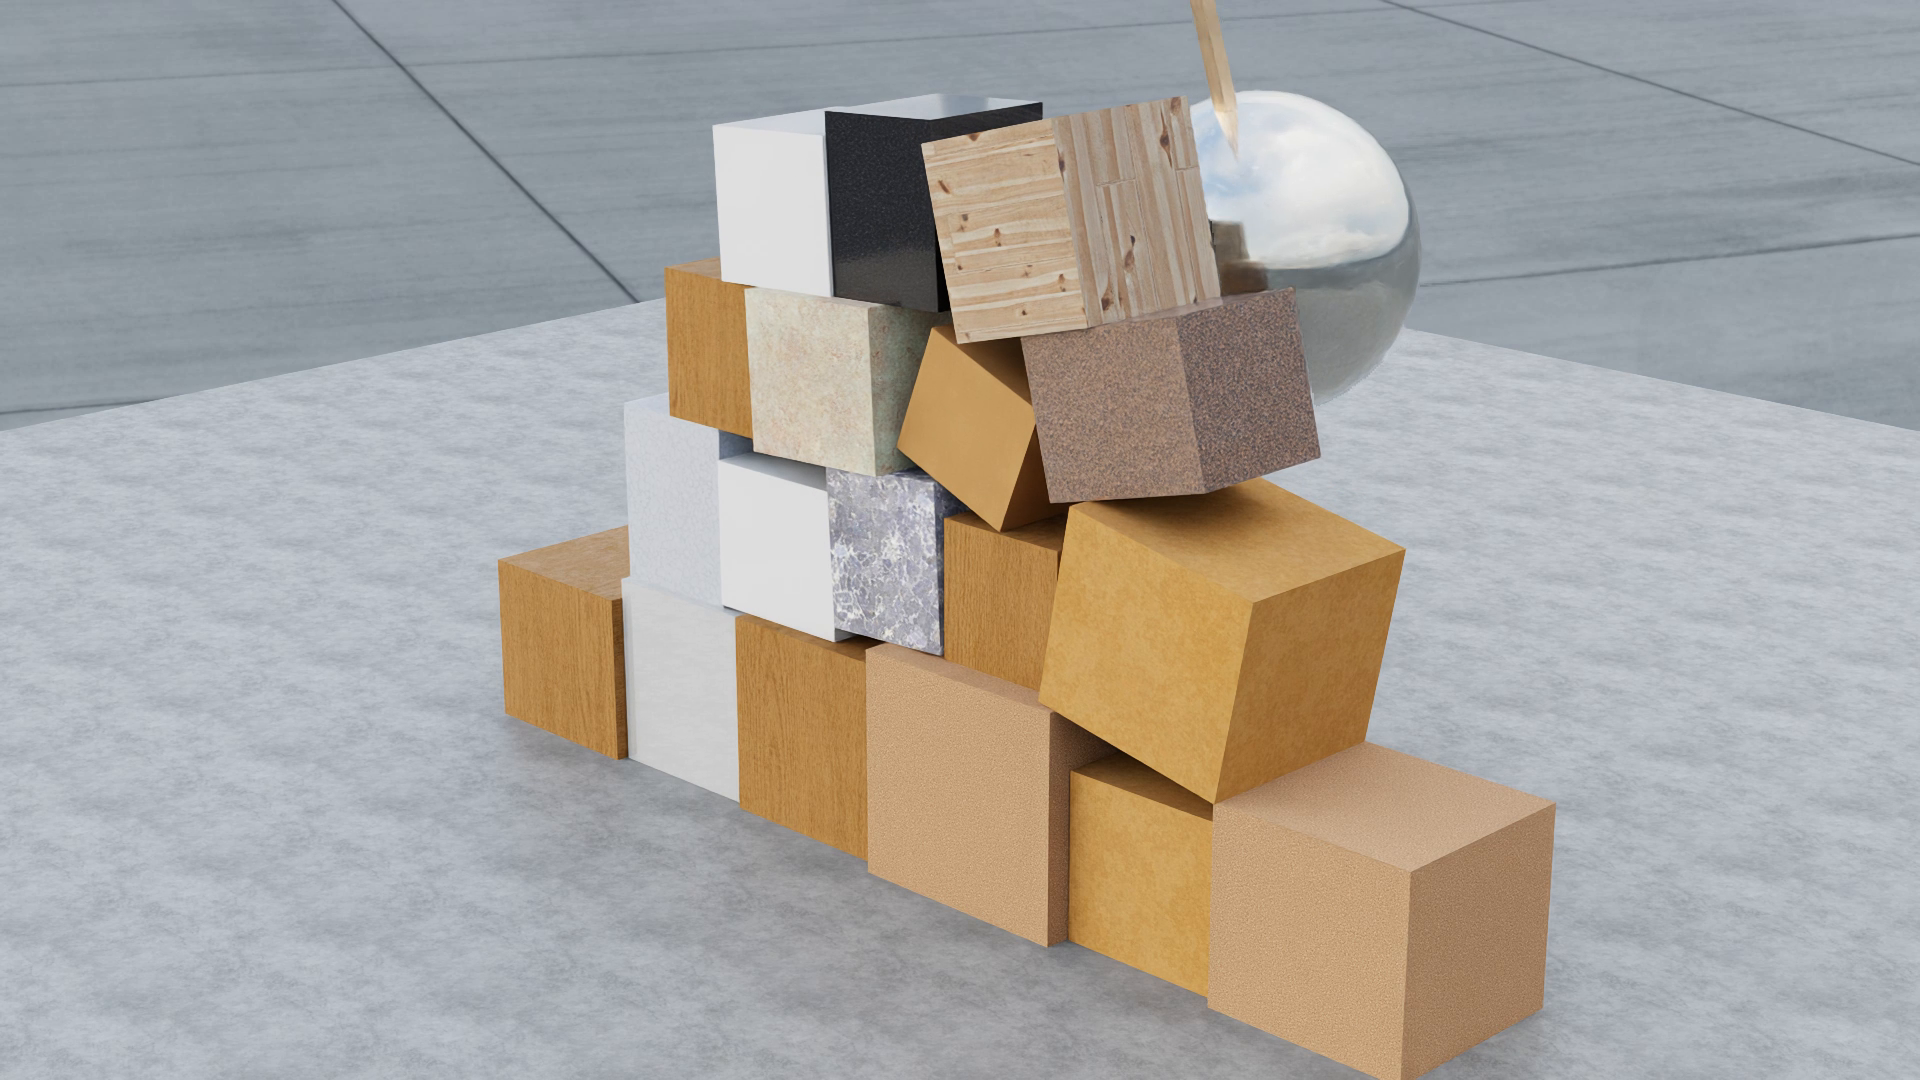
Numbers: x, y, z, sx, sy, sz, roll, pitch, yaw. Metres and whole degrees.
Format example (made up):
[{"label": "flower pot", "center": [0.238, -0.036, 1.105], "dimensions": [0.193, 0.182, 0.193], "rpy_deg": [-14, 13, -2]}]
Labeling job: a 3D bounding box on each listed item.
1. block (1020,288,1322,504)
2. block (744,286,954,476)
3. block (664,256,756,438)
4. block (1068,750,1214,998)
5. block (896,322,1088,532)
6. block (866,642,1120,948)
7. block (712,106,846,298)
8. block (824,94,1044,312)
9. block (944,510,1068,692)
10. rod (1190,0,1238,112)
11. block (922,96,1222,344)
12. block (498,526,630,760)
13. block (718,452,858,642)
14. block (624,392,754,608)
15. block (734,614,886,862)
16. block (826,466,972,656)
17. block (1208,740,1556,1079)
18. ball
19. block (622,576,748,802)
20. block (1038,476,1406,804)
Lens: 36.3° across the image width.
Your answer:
[{"label": "block", "center": [0.877, -0.599, 12.219], "dimensions": [0.744, 0.716, 0.875], "rpy_deg": [-17, 9, -42]}, {"label": "block", "center": [-0.368, -0.802, 13.451], "dimensions": [0.876, 0.758, 0.817], "rpy_deg": [-17, 21, -42]}, {"label": "block", "center": [-0.888, -0.953, 14.003], "dimensions": [0.692, 0.727, 0.749], "rpy_deg": [16, 24, 43]}, {"label": "block", "center": [1.068, 1.366, 12.673], "dimensions": [0.841, 0.794, 0.843], "rpy_deg": [-17, 24, -42]}, {"label": "block", "center": [0.259, -0.547, 12.871], "dimensions": [0.665, 0.626, 0.688], "rpy_deg": [-17, 46, -42]}, {"label": "block", "center": [0.364, 1.014, 13.305], "dimensions": [1.090, 1.087, 1.134], "rpy_deg": [-17, 24, -42]}, {"label": "block", "center": [-0.580, -1.568, 13.479], "dimensions": [0.773, 0.720, 0.742], "rpy_deg": [-17, 21, -42]}, {"label": "block", "center": [-0.100, -1.503, 12.964], "dimensions": [0.689, 0.828, 0.665], "rpy_deg": [-17, 21, -42]}, {"label": "block", "center": [0.438, 0.209, 12.959], "dimensions": [0.755, 0.656, 0.679], "rpy_deg": [-17, 24, -42]}, {"label": "rod", "center": [0.636, -4.204, 12.687], "dimensions": [0.080, 5.200, 0.080], "rpy_deg": [17, 44, 42]}, {"label": "block", "center": [0.474, -1.356, 12.428], "dimensions": [0.837, 0.858, 0.776], "rpy_deg": [-17, 9, -42]}, {"label": "block", "center": [-1.734, 0.508, 15.308], "dimensions": [0.927, 0.851, 0.941], "rpy_deg": [-17, 24, -42]}, {"label": "block", "center": [-0.603, -0.031, 13.981], "dimensions": [0.799, 0.719, 0.744], "rpy_deg": [16, 24, 43]}, {"label": "block", "center": [-1.136, -0.250, 14.473], "dimensions": [0.711, 0.892, 0.725], "rpy_deg": [16, 24, 43]}, {"label": "block", "center": [-0.401, 0.842, 14.037], "dimensions": [0.901, 0.977, 0.988], "rpy_deg": [-17, 24, -42]}, {"label": "block", "center": [-0.074, -0.004, 13.422], "dimensions": [0.777, 0.789, 0.697], "rpy_deg": [-17, 21, -42]}, {"label": "block", "center": [1.723, 1.502, 12.030], "dimensions": [0.977, 0.921, 0.989], "rpy_deg": [-17, 24, -42]}, {"label": "ball", "center": [1.467, -1.410, 14.436], "dimensions": [1.600, 1.600, 1.600], "rpy_deg": [0, 17, 0]}, {"label": "block", "center": [-1.086, 0.654, 14.669], "dimensions": [0.792, 0.951, 0.887], "rpy_deg": [-17, 24, -42]}, {"label": "block", "center": [1.091, 0.361, 12.312], "dimensions": [0.992, 0.918, 1.002], "rpy_deg": [-17, 35, -42]}]
